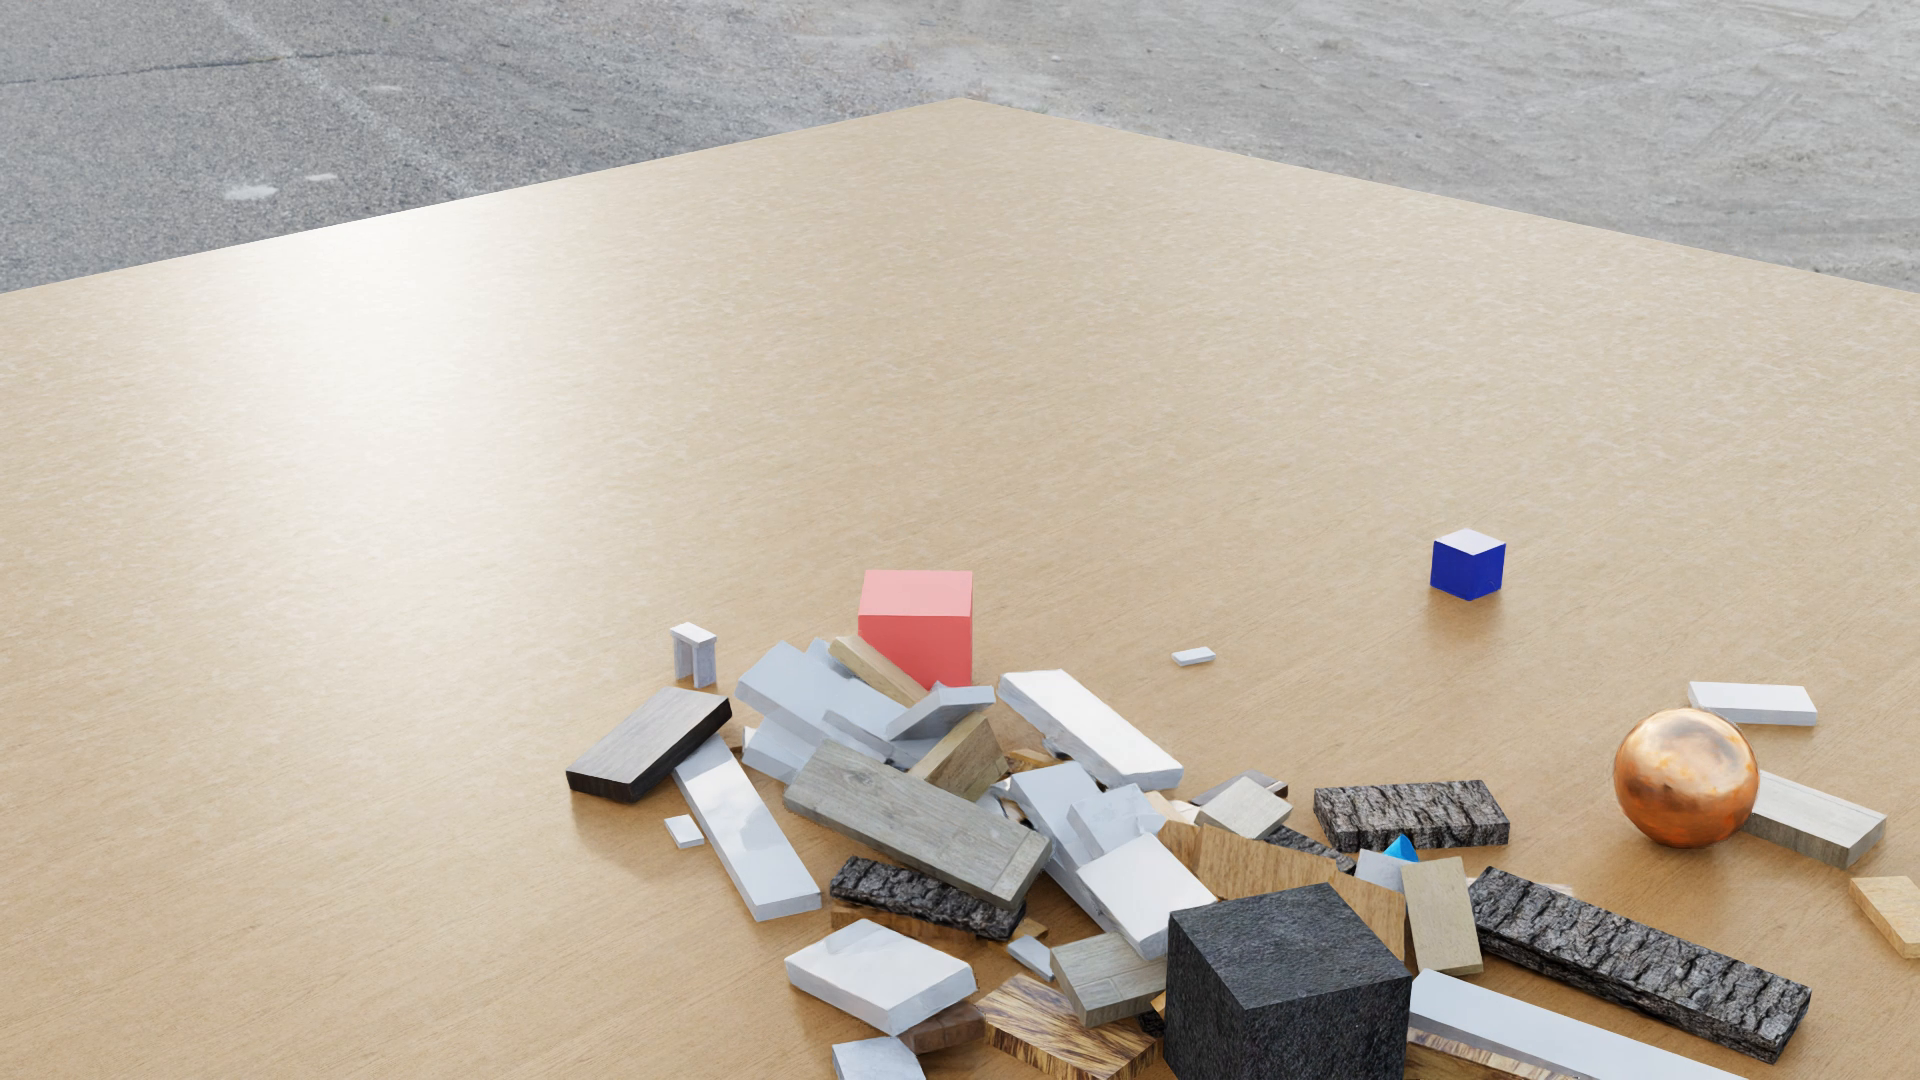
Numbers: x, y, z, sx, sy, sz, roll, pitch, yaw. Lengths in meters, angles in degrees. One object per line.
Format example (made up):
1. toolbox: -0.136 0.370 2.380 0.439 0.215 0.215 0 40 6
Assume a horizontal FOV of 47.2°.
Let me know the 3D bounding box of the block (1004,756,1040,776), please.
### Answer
1. block: 0.090 0.464 4.525 0.212 0.030 0.106 11 -12 40

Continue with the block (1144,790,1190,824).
1. block: 0.405 0.567 4.182 0.113 0.032 0.227 -3 37 -45

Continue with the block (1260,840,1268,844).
1. block: 0.576 0.618 4.149 0.227 0.032 0.113 36 26 28

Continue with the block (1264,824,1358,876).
1. block: 0.612 0.584 4.252 0.310 0.028 0.098 24 25 33

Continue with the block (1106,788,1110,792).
1. block: 0.338 0.508 4.501 0.064 0.018 0.162 18 20 9

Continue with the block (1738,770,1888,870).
1. block: 1.650 0.544 4.415 0.348 0.049 0.174 21 31 40

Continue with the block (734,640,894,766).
1. block: -0.275 0.350 4.528 0.344 0.049 0.172 31 37 11

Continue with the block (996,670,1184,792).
1. block: 0.269 0.399 4.625 0.172 0.049 0.417 -1 27 -39

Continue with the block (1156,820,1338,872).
1. block: 0.530 0.628 3.993 0.345 0.049 0.172 15 43 -16

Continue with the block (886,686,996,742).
1. block: -0.040 0.345 4.362 0.121 0.034 0.242 -1 -20 -29

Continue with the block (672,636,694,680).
1. block: -0.627 0.260 5.014 0.015 0.104 0.052 21 31 41

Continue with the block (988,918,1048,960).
1. block: 0.107 0.729 4.024 0.054 0.015 0.107 21 31 40

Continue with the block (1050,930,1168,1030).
1. block: 0.324 0.728 3.764 0.305 0.043 0.153 -12 37 -18

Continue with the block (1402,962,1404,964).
1. block: 0.741 0.715 4.040 0.098 0.028 0.195 -2 23 -5

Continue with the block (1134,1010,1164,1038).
1. block: 0.437 0.797 3.832 0.274 0.039 0.137 -5 23 -11

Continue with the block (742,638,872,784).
1. block: -0.299 0.365 4.580 0.172 0.049 0.394 25 36 3

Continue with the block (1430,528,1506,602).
1. block: 1.261 0.060 5.461 0.124 0.124 0.124 -17 29 -35

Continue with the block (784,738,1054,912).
1. block: -0.082 0.530 4.123 0.504 0.042 0.149 21 57 25

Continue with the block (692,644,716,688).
1. block: -0.578 0.279 4.969 0.015 0.104 0.052 21 31 41

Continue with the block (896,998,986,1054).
1. block: -0.067 0.801 3.752 0.127 0.036 0.255 -9 12 -22

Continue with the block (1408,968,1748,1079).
1. block: 1.163 0.897 3.597 0.924 0.039 0.137 15 27 31

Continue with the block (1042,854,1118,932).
1. block: 0.293 0.652 4.092 0.146 0.041 0.293 -16 40 -33

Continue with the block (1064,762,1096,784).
1. block: 0.246 0.489 4.519 0.064 0.018 0.129 -1 18 5

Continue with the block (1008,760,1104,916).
1. block: 0.240 0.557 4.148 0.146 0.041 0.364 -9 37 -25

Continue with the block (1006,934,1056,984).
1. block: 0.140 0.751 3.951 0.054 0.015 0.107 -21 39 -40

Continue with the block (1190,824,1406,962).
1. block: 0.605 0.641 3.933 0.394 0.043 0.153 20 42 -5

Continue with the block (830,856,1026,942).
1. block: -0.060 0.660 4.056 0.349 0.030 0.106 11 25 17

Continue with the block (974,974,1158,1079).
1. block: 0.170 0.840 3.727 0.299 0.042 0.149 18 29 37

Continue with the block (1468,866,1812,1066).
1. block: 1.175 0.744 3.895 0.601 0.049 0.174 19 34 33

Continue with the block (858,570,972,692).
1. block: -0.096 0.228 4.914 0.242 0.242 0.242 1 23 2

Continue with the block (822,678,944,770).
1. block: -0.146 0.382 4.485 0.242 0.034 0.121 29 37 8

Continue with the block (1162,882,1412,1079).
1. block: 0.524 0.775 3.566 0.287 0.287 0.287 -7 24 -17

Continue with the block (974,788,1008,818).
1. block: 0.019 0.546 4.334 0.135 0.038 0.269 -28 29 1

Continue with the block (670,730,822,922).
1. block: -0.458 0.550 4.419 0.127 0.036 0.744 -9 25 -20

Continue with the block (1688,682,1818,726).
1. block: 1.750 0.362 4.864 0.247 0.035 0.124 2 23 5

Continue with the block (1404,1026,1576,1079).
1. block: 1.197 0.958 3.357 1.185 0.111 0.031 13 33 28
